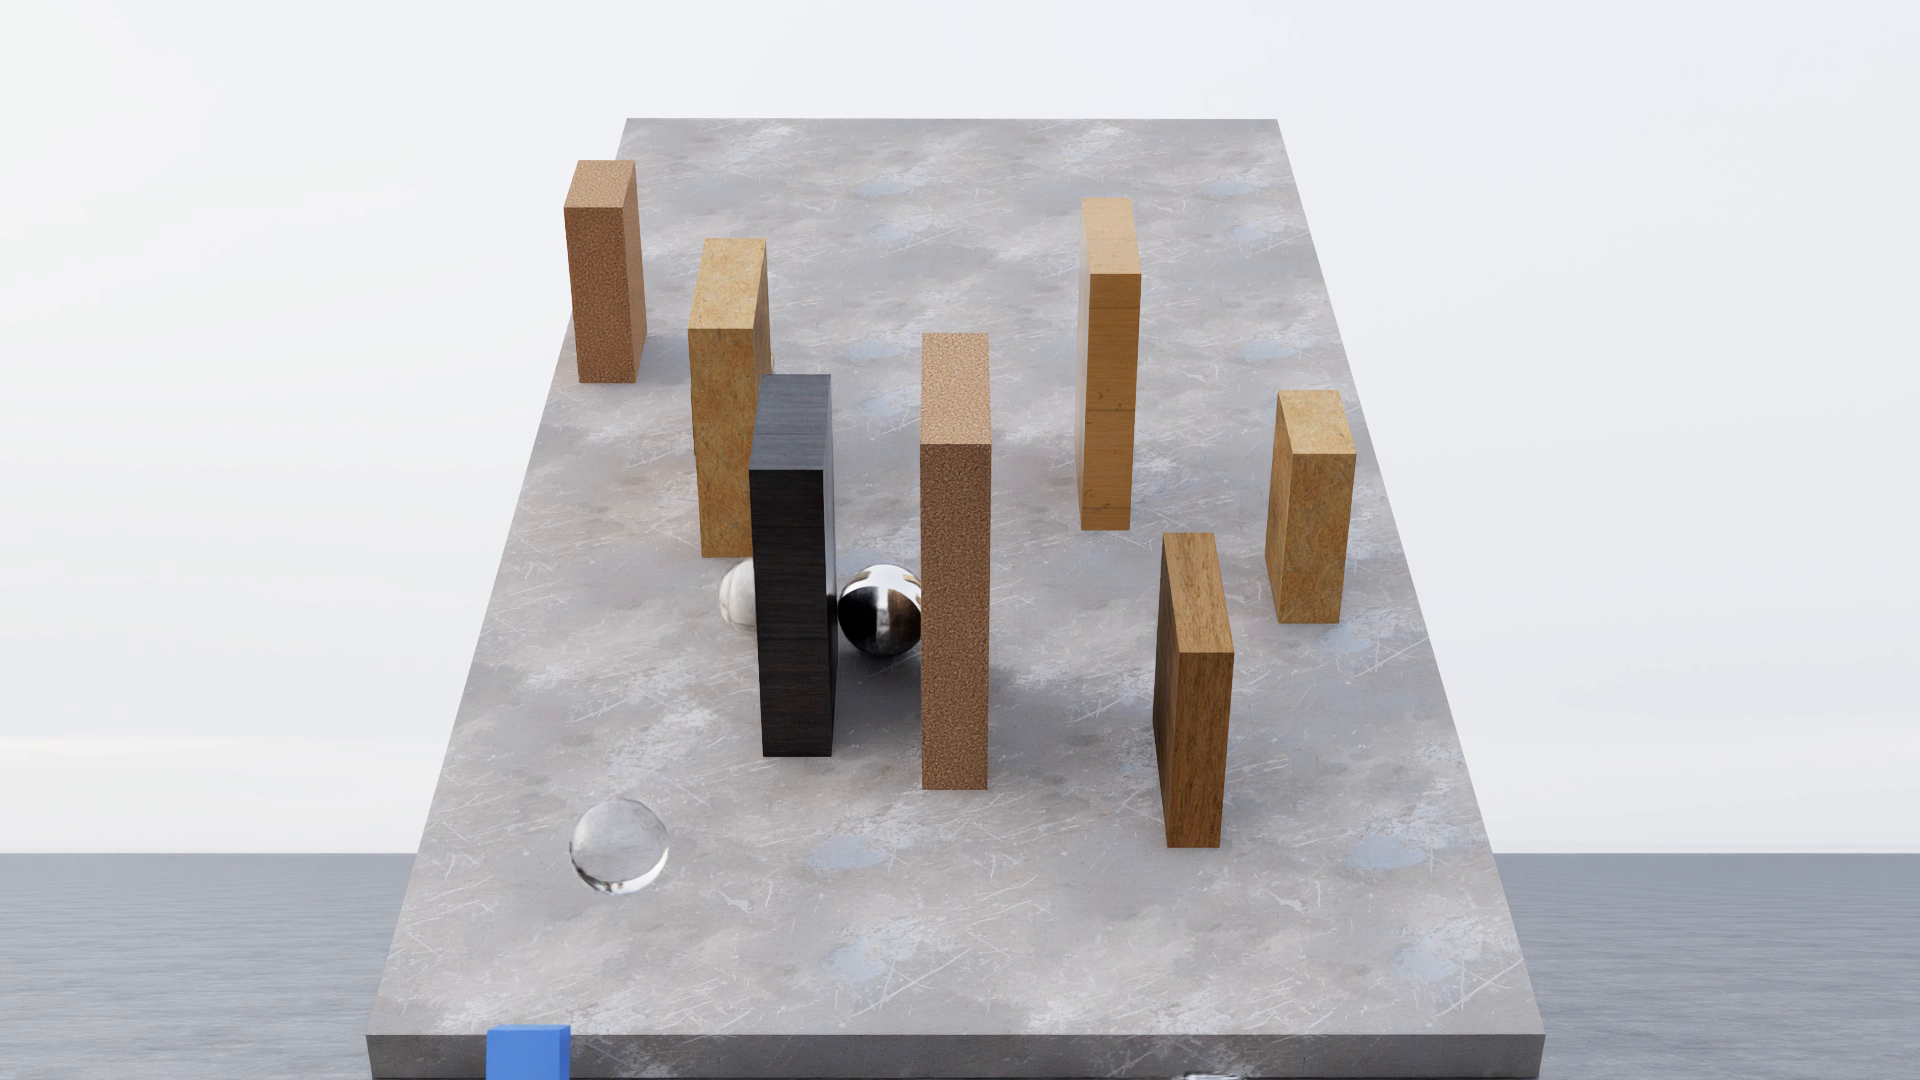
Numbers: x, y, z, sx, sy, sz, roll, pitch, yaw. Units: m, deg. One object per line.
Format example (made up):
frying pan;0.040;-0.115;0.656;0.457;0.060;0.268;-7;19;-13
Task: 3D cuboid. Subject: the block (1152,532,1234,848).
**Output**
block;0.436;0.280;4.621;0.097;0.443;0.400;0;32;0

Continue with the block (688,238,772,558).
block;-0.502;-0.318;5.447;0.136;0.567;0.441;0;32;0

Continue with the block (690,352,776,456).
block;-0.534;-0.323;5.814;0.182;0.182;0.182;1;32;0

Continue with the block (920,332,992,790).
block;-0.010;0.043;4.688;0.126;0.768;0.423;0;32;0

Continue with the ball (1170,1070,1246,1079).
ball;0.239;0.600;2.348;0.178;0.178;0.178;0;-7;0

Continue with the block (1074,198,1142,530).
block;0.328;-0.395;5.506;0.109;0.639;0.386;0;32;0

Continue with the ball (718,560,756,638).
ball;-0.423;0.122;5.127;0.164;0.164;0.164;0;-7;0

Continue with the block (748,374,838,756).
block;-0.319;0.051;4.780;0.135;0.654;0.364;0;32;0

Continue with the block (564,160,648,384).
block;-0.877;-0.666;6.081;0.141;0.476;0.280;0;32;0

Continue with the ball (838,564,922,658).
ball;-0.156;0.145;5.064;0.195;0.195;0.195;0;-7;0

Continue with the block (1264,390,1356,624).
block;0.741;-0.071;5.204;0.129;0.417;0.269;0;32;0

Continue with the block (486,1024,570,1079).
block;-0.674;0.818;3.825;0.112;0.112;0.112;0;-7;-1

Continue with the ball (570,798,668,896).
ball;-0.616;0.554;4.429;0.177;0.177;0.177;0;-7;0

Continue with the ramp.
ramp;-0.015;-0.187;5.867;2.000;0.100;4.000;0;32;0
